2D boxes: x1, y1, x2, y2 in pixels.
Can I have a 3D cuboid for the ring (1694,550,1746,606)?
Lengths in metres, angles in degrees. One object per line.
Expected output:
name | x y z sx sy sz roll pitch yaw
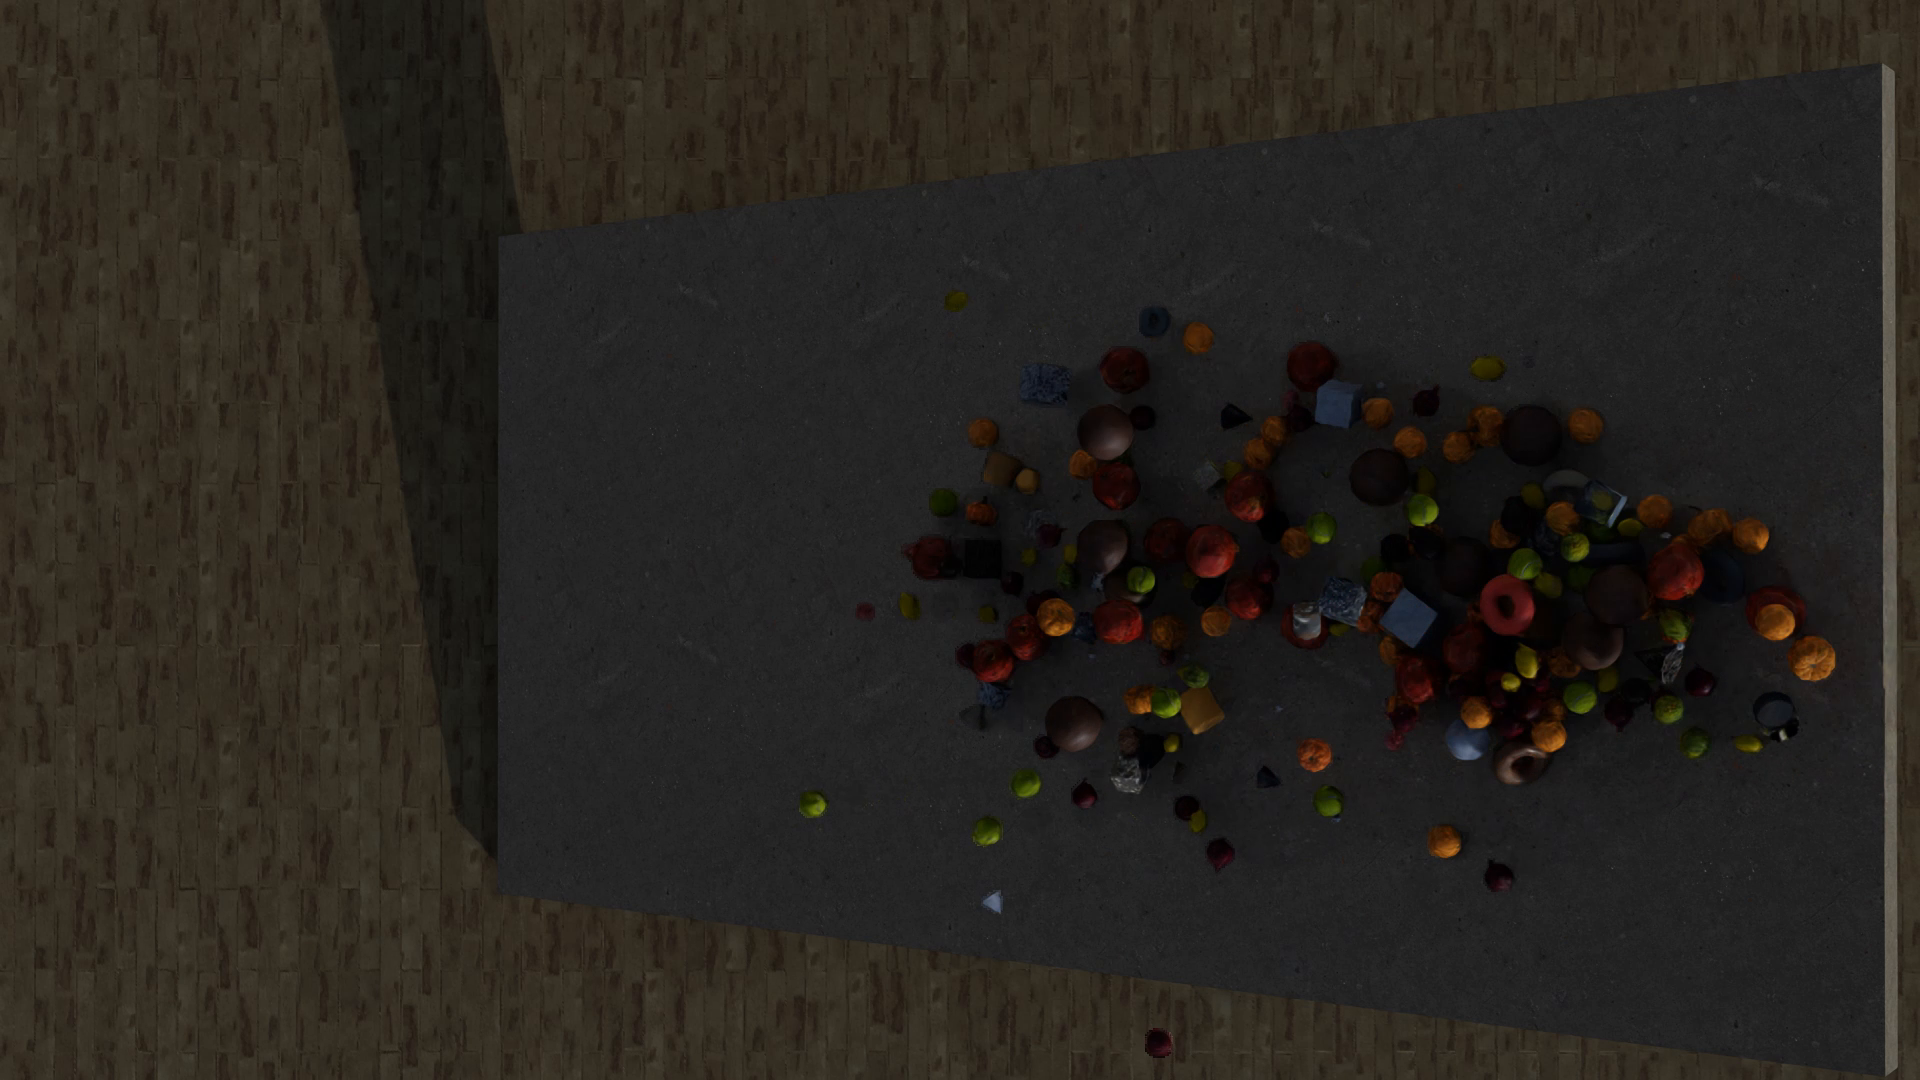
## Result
ring | 1.547 0.077 4.481 0.040 0.120 0.120 -21 90 -28

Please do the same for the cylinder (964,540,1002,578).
cylinder | 0.057 0.047 5.569 0.094 0.094 0.094 1 90 0

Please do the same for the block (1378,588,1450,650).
block | 1.004 0.173 4.859 0.096 0.096 0.096 39 105 23

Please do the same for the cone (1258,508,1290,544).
cone | 0.708 -0.034 5.100 0.081 0.081 0.081 -2 87 36

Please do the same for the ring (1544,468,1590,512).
ring | 1.294 -0.106 4.669 0.112 0.112 0.037 32 57 0

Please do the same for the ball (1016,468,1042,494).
ball | 0.171 -0.147 5.506 0.064 0.064 0.064 0 90 0

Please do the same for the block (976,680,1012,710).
block | 0.087 0.391 5.569 0.055 0.055 0.055 29 106 33

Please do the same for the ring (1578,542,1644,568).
ring | 1.360 0.031 4.592 0.133 0.133 0.044 -3 86 0

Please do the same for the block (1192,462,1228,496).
block | 0.580 -0.144 5.119 0.052 0.052 0.052 -42 69 13

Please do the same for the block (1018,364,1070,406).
block | 0.210 -0.382 5.439 0.087 0.087 0.087 10 86 -25

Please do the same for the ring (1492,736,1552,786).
ring | 1.204 0.473 4.717 0.131 0.044 0.131 -5 128 -7

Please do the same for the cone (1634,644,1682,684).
cone | 1.400 0.240 4.446 0.086 0.086 0.086 20 89 42

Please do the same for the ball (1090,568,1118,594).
ball | 0.351 0.101 5.372 0.065 0.065 0.065 0 90 0

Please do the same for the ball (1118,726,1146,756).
ball | 0.416 0.486 5.319 0.069 0.069 0.069 0 90 0

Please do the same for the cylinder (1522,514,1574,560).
cylinder | 1.253 -0.006 4.685 0.078 0.078 0.078 5 67 -13

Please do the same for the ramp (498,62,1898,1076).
ramp | 0.237 0.066 5.558 4.000 0.100 2.000 0 89 36

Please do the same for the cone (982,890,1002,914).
cone | 0.090 0.920 5.531 0.054 0.054 0.054 -32 80 0

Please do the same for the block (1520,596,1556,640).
block | 1.216 0.164 4.716 0.080 0.080 0.080 1 100 -39

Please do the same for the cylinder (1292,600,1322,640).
cylinder | 0.755 0.173 4.787 0.062 0.062 0.062 -7 121 0

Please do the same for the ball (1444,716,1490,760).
ball | 1.107 0.433 4.797 0.096 0.096 0.096 0 90 0

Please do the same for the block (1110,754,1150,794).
block | 0.410 0.566 5.310 0.063 0.063 0.063 5 51 36

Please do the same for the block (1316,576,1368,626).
block | 0.805 0.129 4.632 0.073 0.073 0.073 18 81 25

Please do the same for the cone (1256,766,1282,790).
cone | 0.725 0.558 5.097 0.055 0.055 0.055 14 89 43

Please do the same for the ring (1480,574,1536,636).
ring | 1.165 0.140 4.675 0.045 0.135 0.135 -7 89 -40

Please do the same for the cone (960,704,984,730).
cone | 0.047 0.436 5.590 0.065 0.065 0.065 34 101 0

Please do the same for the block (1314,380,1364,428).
block | 0.851 -0.306 4.938 0.080 0.080 0.080 12 113 25

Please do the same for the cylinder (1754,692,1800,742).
cylinder | 1.635 0.353 4.405 0.077 0.077 0.077 -14 57 23

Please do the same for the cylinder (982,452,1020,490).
cylinder | 0.104 -0.176 5.535 0.077 0.077 0.077 18 92 0

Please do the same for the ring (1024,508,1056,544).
ring | 0.200 -0.036 5.505 0.092 0.031 0.092 -1 88 37

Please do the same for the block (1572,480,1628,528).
block | 1.329 -0.075 4.566 0.072 0.072 0.072 34 106 27

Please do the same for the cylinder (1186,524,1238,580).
cylinder | 0.584 0.027 5.110 0.099 0.099 0.099 15 105 0

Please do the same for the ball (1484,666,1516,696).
ball | 1.173 0.306 4.768 0.067 0.067 0.067 0 90 0

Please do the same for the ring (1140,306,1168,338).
ring | 0.470 -0.529 5.314 0.077 0.026 0.077 0 90 36

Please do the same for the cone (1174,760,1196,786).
cone | 0.528 0.547 5.263 0.057 0.057 0.057 -10 129 -12

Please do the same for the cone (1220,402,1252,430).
cone | 0.657 -0.287 5.151 0.067 0.067 0.067 9 89 33

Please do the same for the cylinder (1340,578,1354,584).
cylinder | 0.854 0.128 4.912 0.063 0.063 0.063 -7 55 10

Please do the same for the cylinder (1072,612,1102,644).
cylinder | 0.312 0.215 5.402 0.061 0.061 0.061 17 102 0
